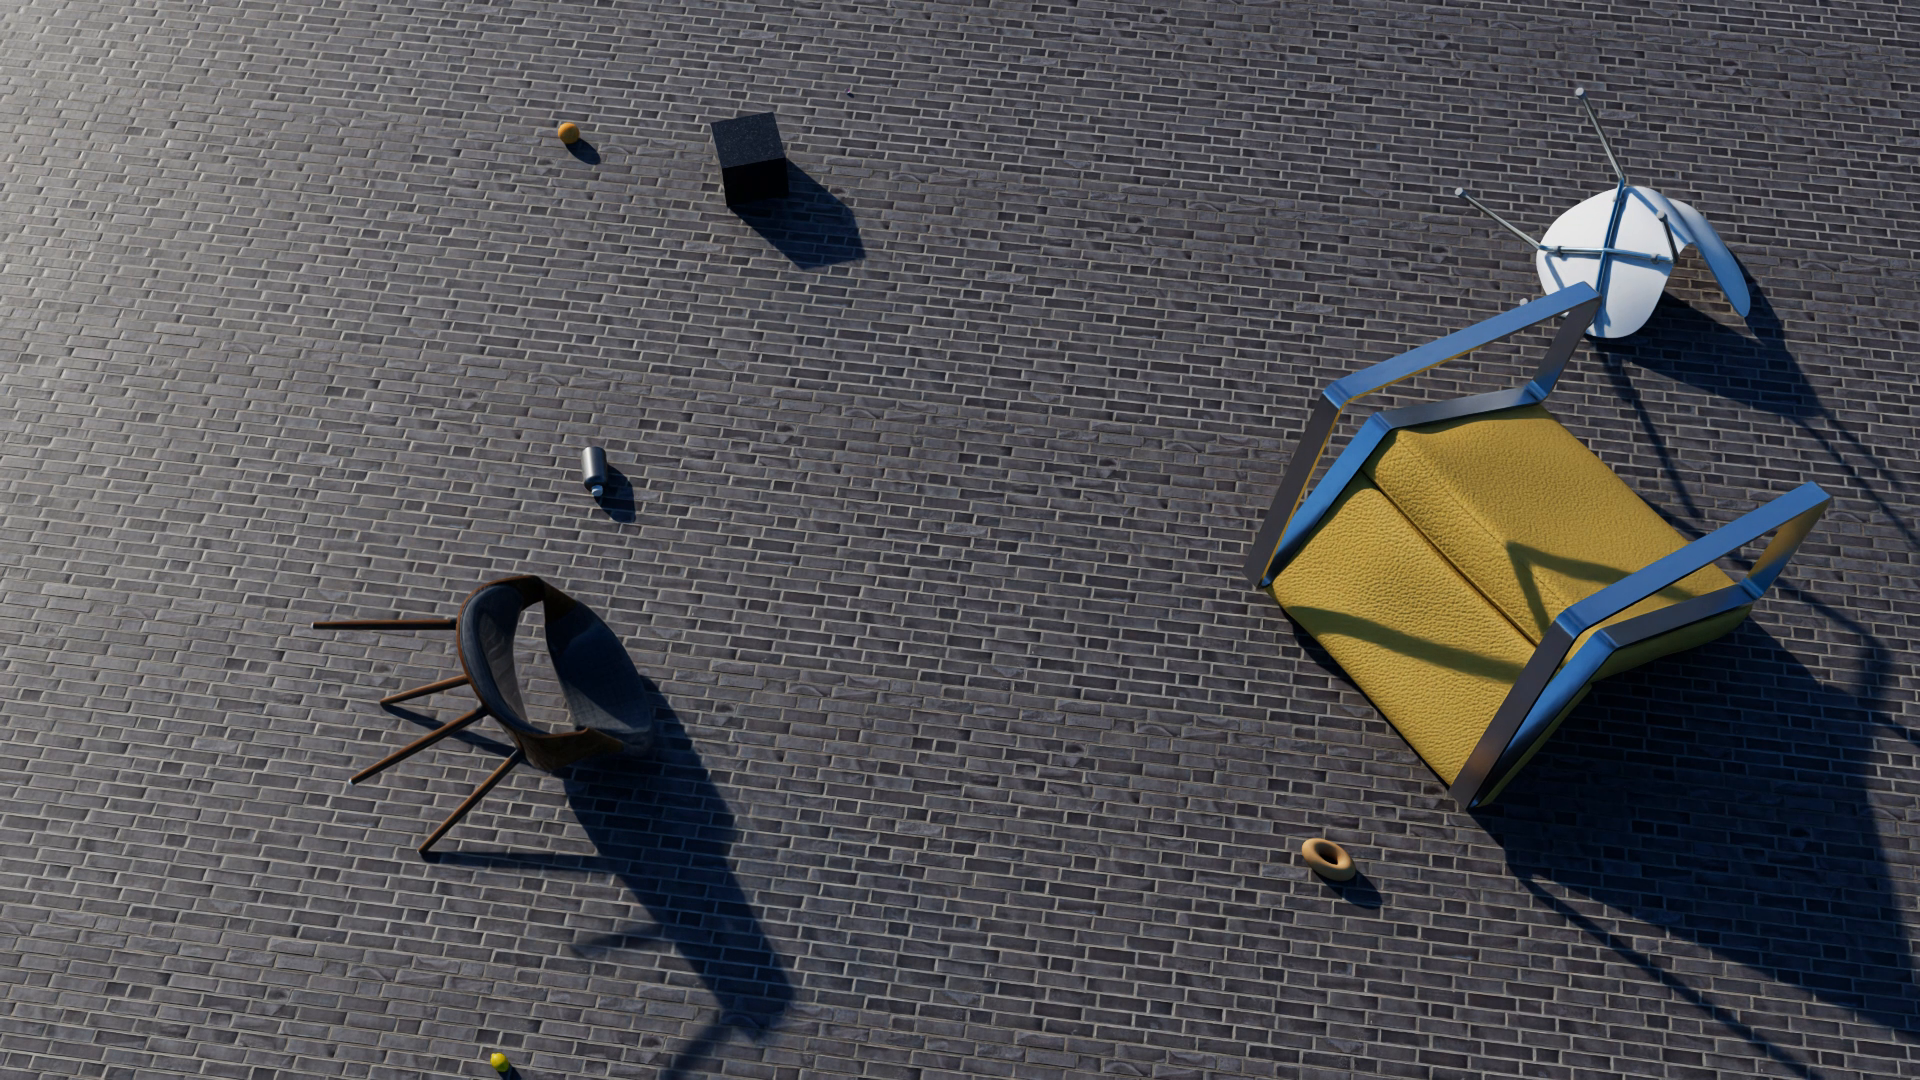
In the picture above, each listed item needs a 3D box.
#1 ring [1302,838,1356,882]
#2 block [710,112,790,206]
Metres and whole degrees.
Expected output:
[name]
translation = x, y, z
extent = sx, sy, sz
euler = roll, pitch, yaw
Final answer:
[ring]
translation = 0.999, 0.866, 5.957
extent = 0.161, 0.060, 0.091
euler = 31, 59, 17
[block]
translation = -0.699, -1.267, 7.315
extent = 0.213, 0.181, 0.212
euler = -12, 57, -8
